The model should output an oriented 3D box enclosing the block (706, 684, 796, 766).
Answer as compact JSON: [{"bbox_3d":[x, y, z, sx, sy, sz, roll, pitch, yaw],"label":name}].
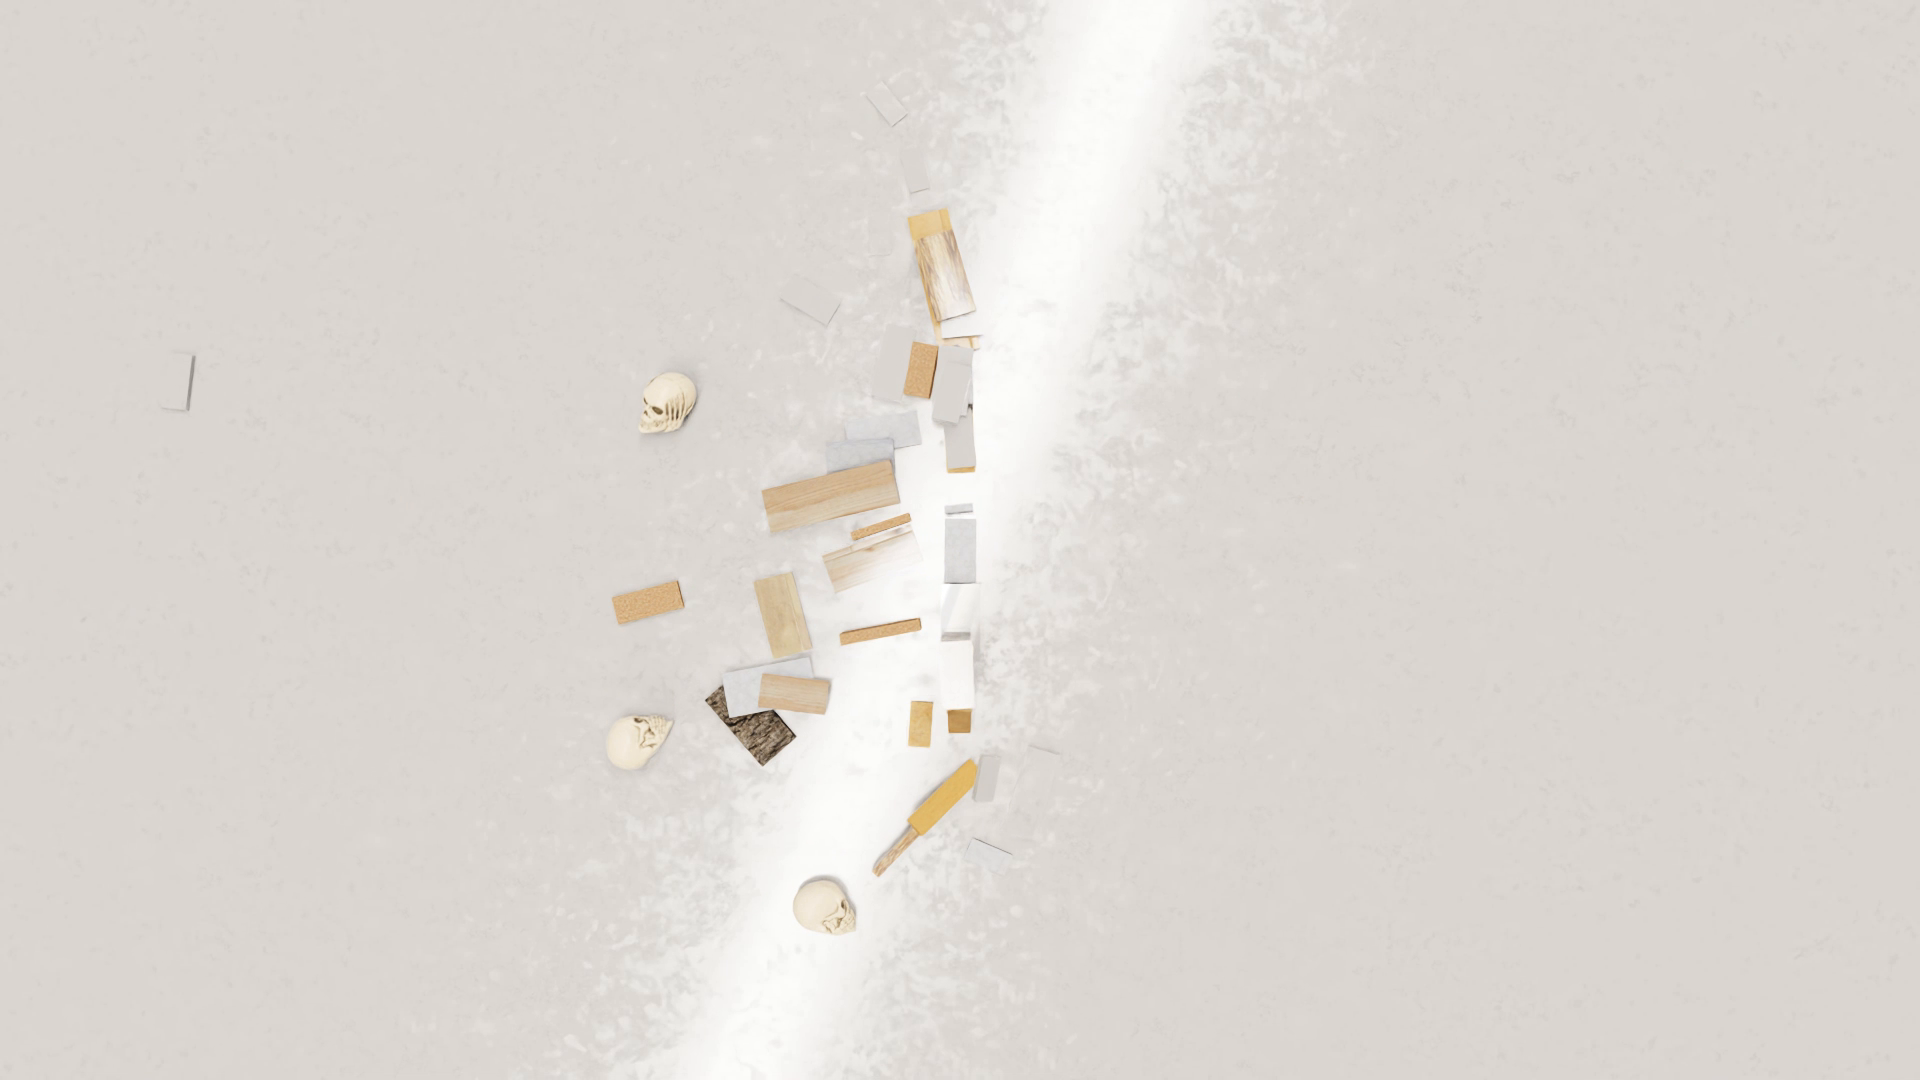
[{"bbox_3d":[-0.695,0.593,5.479,0.146,0.041,0.292,-41,90,0],"label":"block"}]

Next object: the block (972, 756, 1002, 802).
[{"bbox_3d":[0.088,0.793,5.471,0.073,0.021,0.147,11,90,-33],"label":"block"}]

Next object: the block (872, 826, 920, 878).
[{"bbox_3d":[-0.201,1.014,5.445,0.031,0.111,0.221,44,90,0],"label":"block"}]

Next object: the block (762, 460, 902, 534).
[{"bbox_3d":[-0.426,-0.143,5.452,0.441,0.041,0.146,-13,90,7],"label":"block"}]

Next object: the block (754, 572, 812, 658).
[{"bbox_3d":[-0.588,0.250,5.481,0.133,0.038,0.266,-15,90,0],"label":"block"}]

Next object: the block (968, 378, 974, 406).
[{"bbox_3d":[-0.002,-0.530,5.408,0.088,0.025,0.176,-2,84,0],"label":"block"}]

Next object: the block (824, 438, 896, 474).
[{"bbox_3d":[-0.330,-0.273,5.454,0.225,0.032,0.112,-3,126,0],"label":"block"}]

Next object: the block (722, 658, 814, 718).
[{"bbox_3d":[-0.629,0.487,5.447,0.292,0.041,0.146,-10,84,-10],"label":"block"}]

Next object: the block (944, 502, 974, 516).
[{"bbox_3d":[-0.004,-0.102,5.404,0.096,0.192,0.027,-6,89,0],"label":"block"}]

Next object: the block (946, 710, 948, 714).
[{"bbox_3d":[-0.004,0.476,5.321,0.084,0.024,0.167,0,90,0],"label":"block"}]

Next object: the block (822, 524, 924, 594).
[{"bbox_3d":[-0.289,0.062,5.481,0.313,0.038,0.133,-20,90,0],"label":"block"}]

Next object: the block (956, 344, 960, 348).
[{"bbox_3d":[-0.007,-0.591,5.466,0.054,0.015,0.109,-25,116,6],"label":"block"}]

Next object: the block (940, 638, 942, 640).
[{"bbox_3d":[-0.003,0.346,5.377,0.123,0.247,0.035,-1,90,0],"label":"block"}]

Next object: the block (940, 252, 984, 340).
[{"bbox_3d":[-0.004,-0.807,5.442,0.137,0.039,0.275,-5,90,0],"label":"block"}]

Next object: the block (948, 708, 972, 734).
[{"bbox_3d":[-0.002,0.580,5.335,0.075,0.341,0.021,0,71,0],"label":"block"}]

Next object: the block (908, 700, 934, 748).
[{"bbox_3d":[-0.131,0.613,5.489,0.075,0.021,0.150,4,90,0],"label":"block"}]

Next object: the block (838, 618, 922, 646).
[{"bbox_3d":[-0.261,0.301,5.434,0.266,0.133,0.038,-11,90,0],"label":"block"}]

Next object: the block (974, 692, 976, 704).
[{"bbox_3d":[-0.005,0.476,5.161,0.102,0.295,0.029,-1,92,0],"label":"block"}]

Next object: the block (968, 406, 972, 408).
[{"bbox_3d":[-0.001,-0.379,5.455,0.088,0.025,0.176,-2,109,-1],"label":"block"}]

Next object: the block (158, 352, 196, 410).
[{"bbox_3d":[-2.605,-0.528,5.487,0.092,0.026,0.185,7,90,0],"label":"block"}]

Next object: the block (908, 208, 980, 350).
[{"bbox_3d":[-0.053,-0.852,5.481,0.137,0.039,0.476,-13,90,0],"label":"block"}]

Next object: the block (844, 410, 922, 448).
[{"bbox_3d":[-0.254,-0.355,5.484,0.242,0.032,0.113,-9,90,0],"label":"block"}]

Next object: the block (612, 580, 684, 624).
[{"bbox_3d":[-1.037,0.208,5.487,0.224,0.026,0.092,-15,90,0],"label":"block"}]

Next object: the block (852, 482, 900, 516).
[{"bbox_3d":[-0.304,-0.135,5.486,0.202,0.029,0.101,-4,90,0],"label":"block"}]

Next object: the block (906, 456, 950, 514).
[{"bbox_3d":[-0.106,-0.185,5.488,0.088,0.025,0.176,-21,90,0],"label":"block"}]

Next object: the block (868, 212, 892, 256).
[{"bbox_3d":[-0.268,-1.019,5.490,0.070,0.020,0.140,-3,90,0],"label":"block"}]

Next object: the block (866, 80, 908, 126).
[{"bbox_3d":[-0.244,-1.451,5.490,0.070,0.020,0.140,-39,90,0],"label":"block"}]

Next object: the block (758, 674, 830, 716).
[{"bbox_3d":[-0.547,0.507,5.420,0.221,0.031,0.111,8,81,-8],"label":"block"}]

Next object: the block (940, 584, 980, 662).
[{"bbox_3d":[0.001,0.262,5.236,0.123,0.035,0.247,-1,90,0],"label":"block"}]

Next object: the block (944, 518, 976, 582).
[{"bbox_3d":[0.001,0.034,5.280,0.103,0.029,0.205,1,90,0],"label":"block"}]

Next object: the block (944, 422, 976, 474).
[{"bbox_3d":[-0.001,-0.318,5.448,0.096,0.027,0.192,-3,109,0],"label":"block"}]

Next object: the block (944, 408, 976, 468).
[{"bbox_3d":[-0.002,-0.334,5.414,0.096,0.027,0.192,-6,109,1],"label":"block"}]

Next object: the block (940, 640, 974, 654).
[{"bbox_3d":[-0.011,0.333,5.116,0.102,0.204,0.029,-1,91,0],"label":"block"}]

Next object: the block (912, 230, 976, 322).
[{"bbox_3d":[-0.050,-0.864,5.403,0.137,0.039,0.275,-17,90,0],"label":"block"}]

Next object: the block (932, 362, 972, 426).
[{"bbox_3d":[-0.026,-0.475,5.336,0.088,0.025,0.192,14,81,4],"label":"block"}]

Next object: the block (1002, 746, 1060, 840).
[{"bbox_3d":[0.236,0.839,5.484,0.111,0.031,0.291,17,90,0],"label":"block"}]

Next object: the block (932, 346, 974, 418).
[{"bbox_3d":[-0.023,-0.516,5.371,0.113,0.032,0.225,5,81,2],"label":"block"}]

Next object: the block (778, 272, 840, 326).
[{"bbox_3d":[-0.499,-0.800,5.487,0.184,0.026,0.092,31,90,0],"label":"block"}]

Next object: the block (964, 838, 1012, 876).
[{"bbox_3d":[0.094,1.053,5.490,0.147,0.021,0.073,23,90,0],"label":"block"}]

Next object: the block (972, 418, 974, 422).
[{"bbox_3d":[-0.004,-0.444,5.460,0.088,0.025,0.176,-4,109,0],"label":"block"}]

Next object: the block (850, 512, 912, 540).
[{"bbox_3d":[-0.260,-0.044,5.449,0.203,0.101,0.029,-19,90,0],"label":"block"}]

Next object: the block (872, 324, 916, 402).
[{"bbox_3d":[-0.220,-0.590,5.486,0.101,0.029,0.243,13,90,0],"label":"block"}]

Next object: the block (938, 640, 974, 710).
[{"bbox_3d":[-0.011,0.409,4.999,0.102,0.029,0.204,-3,90,0],"label":"block"}]

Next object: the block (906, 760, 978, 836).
[{"bbox_3d":[-0.047,0.847,5.429,0.299,0.021,0.073,-42,90,-24],"label":"block"}]

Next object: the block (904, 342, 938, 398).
[{"bbox_3d":[-0.127,-0.563,5.467,0.088,0.025,0.176,12,97,14],"label":"block"}]

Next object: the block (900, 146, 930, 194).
[{"bbox_3d":[-0.149,-1.231,5.490,0.070,0.020,0.140,-15,90,0],"label":"block"}]
